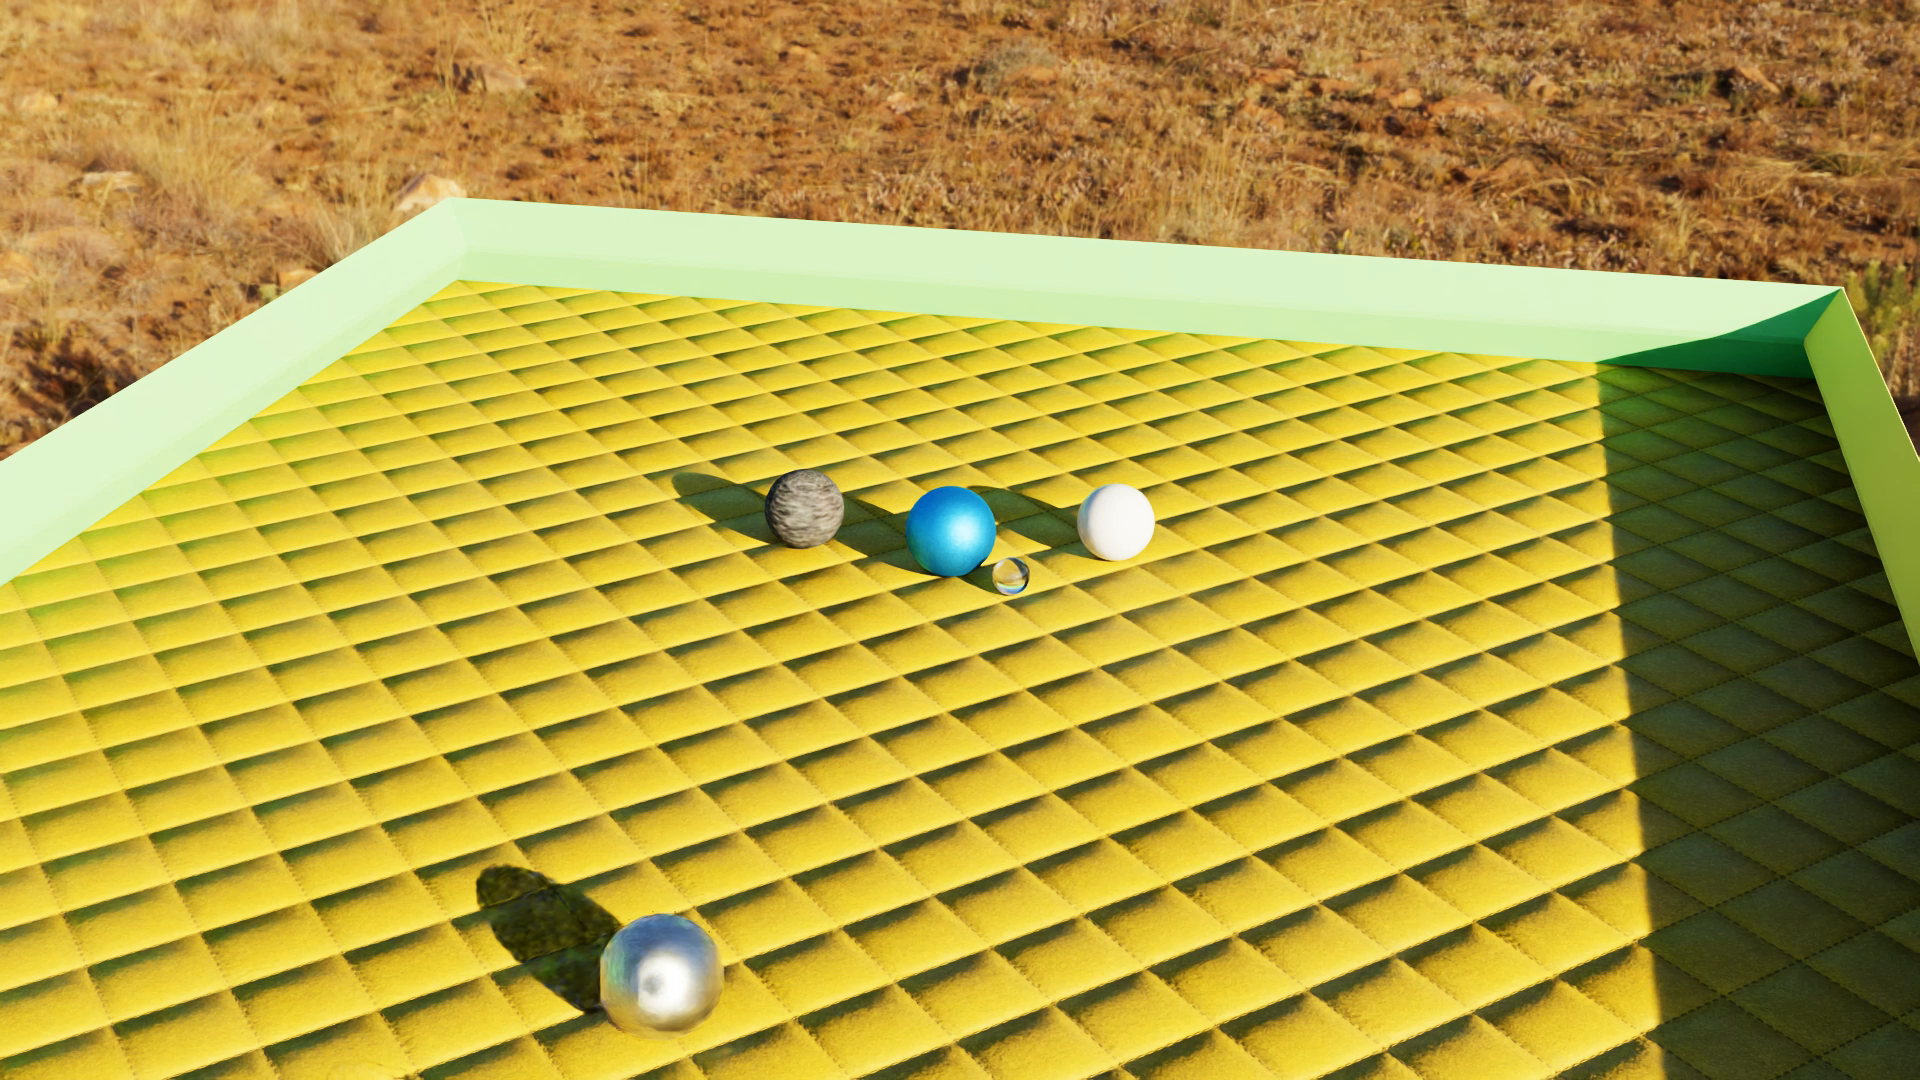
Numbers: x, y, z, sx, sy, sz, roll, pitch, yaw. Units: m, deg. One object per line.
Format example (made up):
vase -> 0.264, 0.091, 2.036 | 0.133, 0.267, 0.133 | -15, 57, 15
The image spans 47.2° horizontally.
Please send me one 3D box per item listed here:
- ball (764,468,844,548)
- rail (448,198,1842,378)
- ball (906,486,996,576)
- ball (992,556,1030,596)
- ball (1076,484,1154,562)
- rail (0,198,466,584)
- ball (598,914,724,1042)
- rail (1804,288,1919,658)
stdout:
ball -> -0.174, -0.035, 2.453 | 0.089, 0.089, 0.089 | 0, 24, 0
rail -> 0.193, -0.360, 3.134 | 2.003, 0.128, 0.045 | 5, 25, 12
ball -> -0.010, -0.009, 2.383 | 0.099, 0.099, 0.099 | 0, 24, 0
ball -> 0.055, 0.038, 2.346 | 0.041, 0.041, 0.041 | 0, 24, 0
ball -> 0.172, -0.020, 2.422 | 0.086, 0.086, 0.086 | 0, 24, 0
rail -> -1.151, 0.232, 1.801 | 0.045, 0.128, 3.498 | 5, 25, 12
ball -> -0.222, 0.325, 1.636 | 0.094, 0.094, 0.094 | 0, 24, 0
rail -> 0.754, 0.412, 1.395 | 0.045, 0.128, 3.498 | 5, 25, 12
